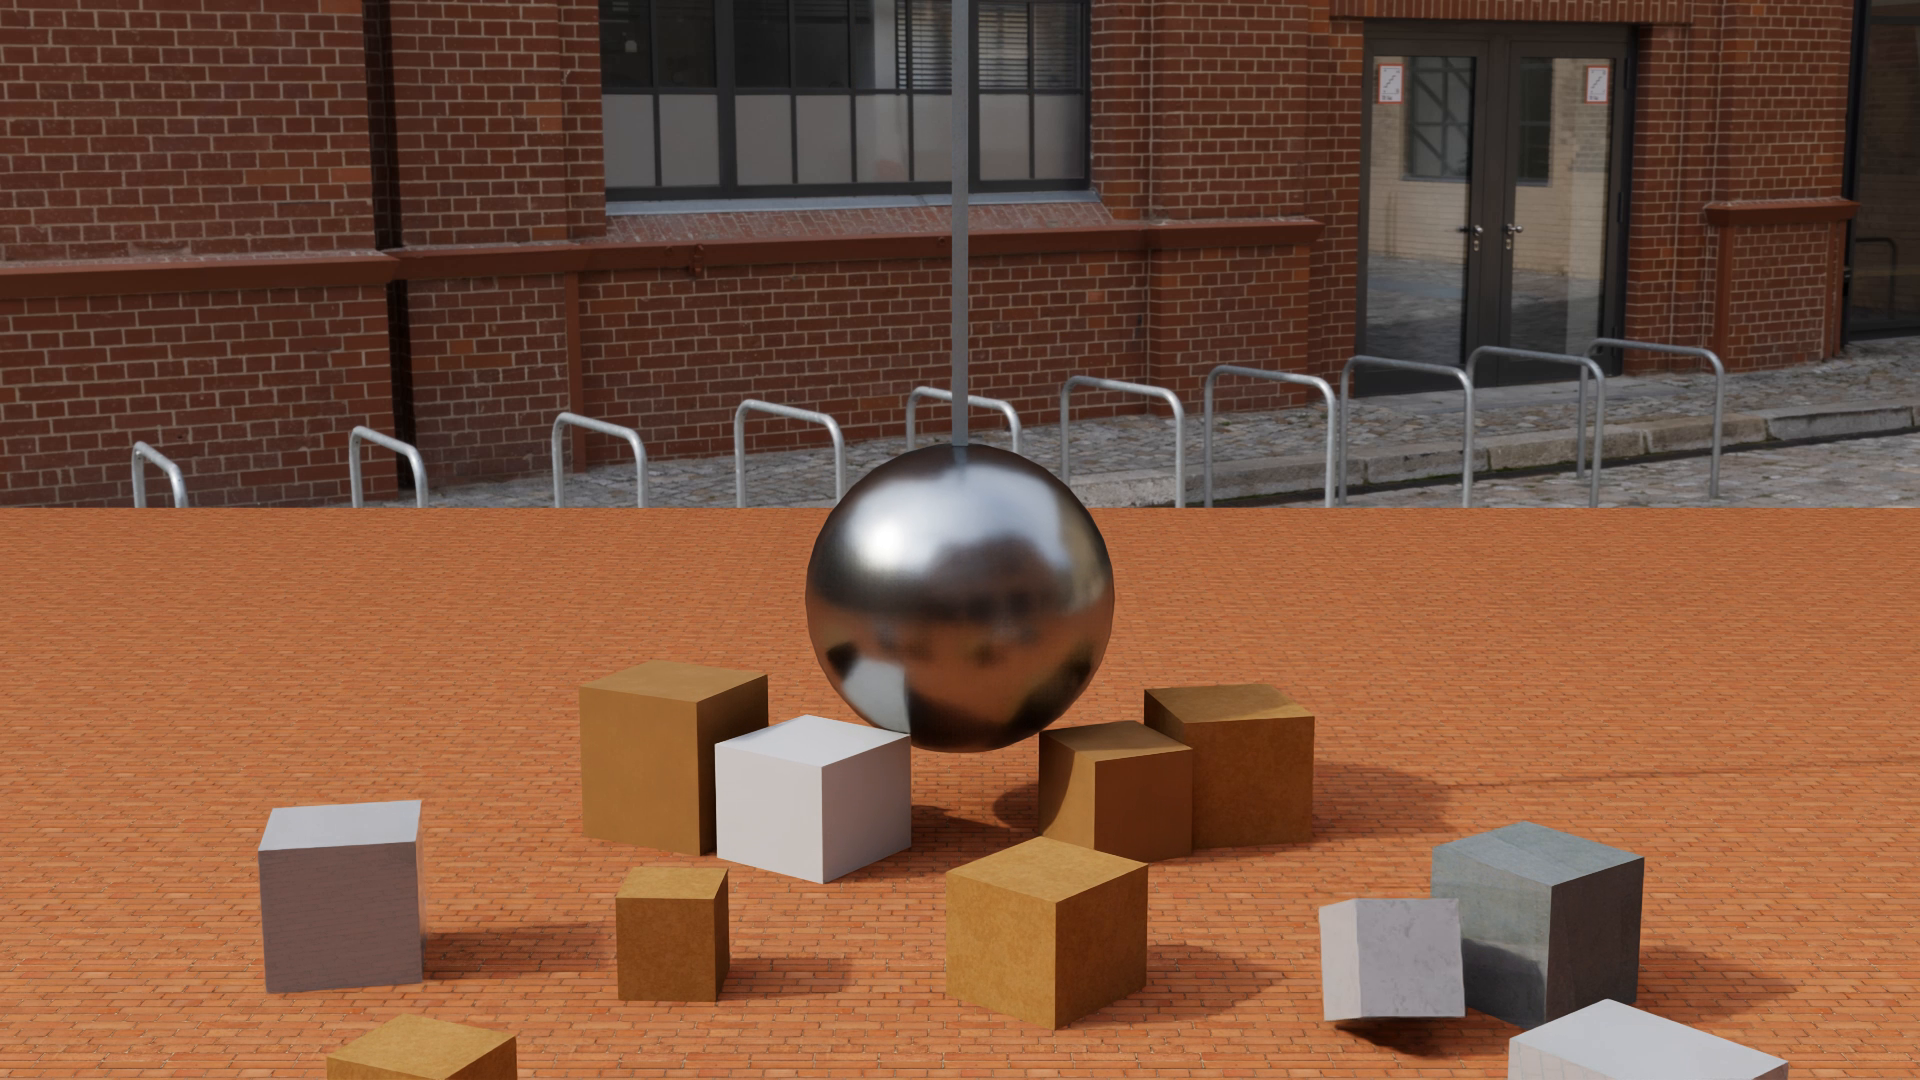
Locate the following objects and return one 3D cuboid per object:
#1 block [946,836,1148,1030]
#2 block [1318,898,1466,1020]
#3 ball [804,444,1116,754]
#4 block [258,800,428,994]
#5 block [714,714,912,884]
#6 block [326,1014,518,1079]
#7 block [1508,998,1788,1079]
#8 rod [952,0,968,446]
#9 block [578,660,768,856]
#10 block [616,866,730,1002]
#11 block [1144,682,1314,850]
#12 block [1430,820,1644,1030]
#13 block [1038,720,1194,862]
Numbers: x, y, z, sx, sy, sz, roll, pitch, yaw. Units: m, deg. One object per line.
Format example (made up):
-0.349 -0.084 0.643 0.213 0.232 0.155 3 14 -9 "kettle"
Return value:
0.363 1.621 9.150 0.576 0.537 0.622 9 13 40 "block"
1.703 1.665 8.703 0.422 0.450 0.428 2 -14 -10 "block"
0.000 0.300 11.336 1.600 1.600 1.600 0 10 0 "ball"
-2.638 1.522 9.450 0.631 0.624 0.598 -2 11 -11 "block"
-0.724 1.273 10.936 0.676 0.582 0.701 7 13 35 "block"
-1.843 1.953 7.576 0.480 0.447 0.414 5 11 24 "block"
2.229 1.947 7.182 0.543 0.599 0.678 -8 13 -38 "block"
0.000 -3.035 10.672 0.080 5.200 0.080 0 11 0 "rod"
-1.459 1.103 11.296 0.711 0.789 0.657 5 12 27 "block"
-1.201 1.652 9.233 0.406 0.446 0.388 0 10 3 "block"
1.375 1.158 11.361 0.684 0.658 0.701 -2 11 -11 "block"
2.373 1.588 9.084 0.596 0.625 0.605 -8 13 -36 "block"
0.775 1.270 11.044 0.546 0.550 0.612 -5 11 -24 "block"
